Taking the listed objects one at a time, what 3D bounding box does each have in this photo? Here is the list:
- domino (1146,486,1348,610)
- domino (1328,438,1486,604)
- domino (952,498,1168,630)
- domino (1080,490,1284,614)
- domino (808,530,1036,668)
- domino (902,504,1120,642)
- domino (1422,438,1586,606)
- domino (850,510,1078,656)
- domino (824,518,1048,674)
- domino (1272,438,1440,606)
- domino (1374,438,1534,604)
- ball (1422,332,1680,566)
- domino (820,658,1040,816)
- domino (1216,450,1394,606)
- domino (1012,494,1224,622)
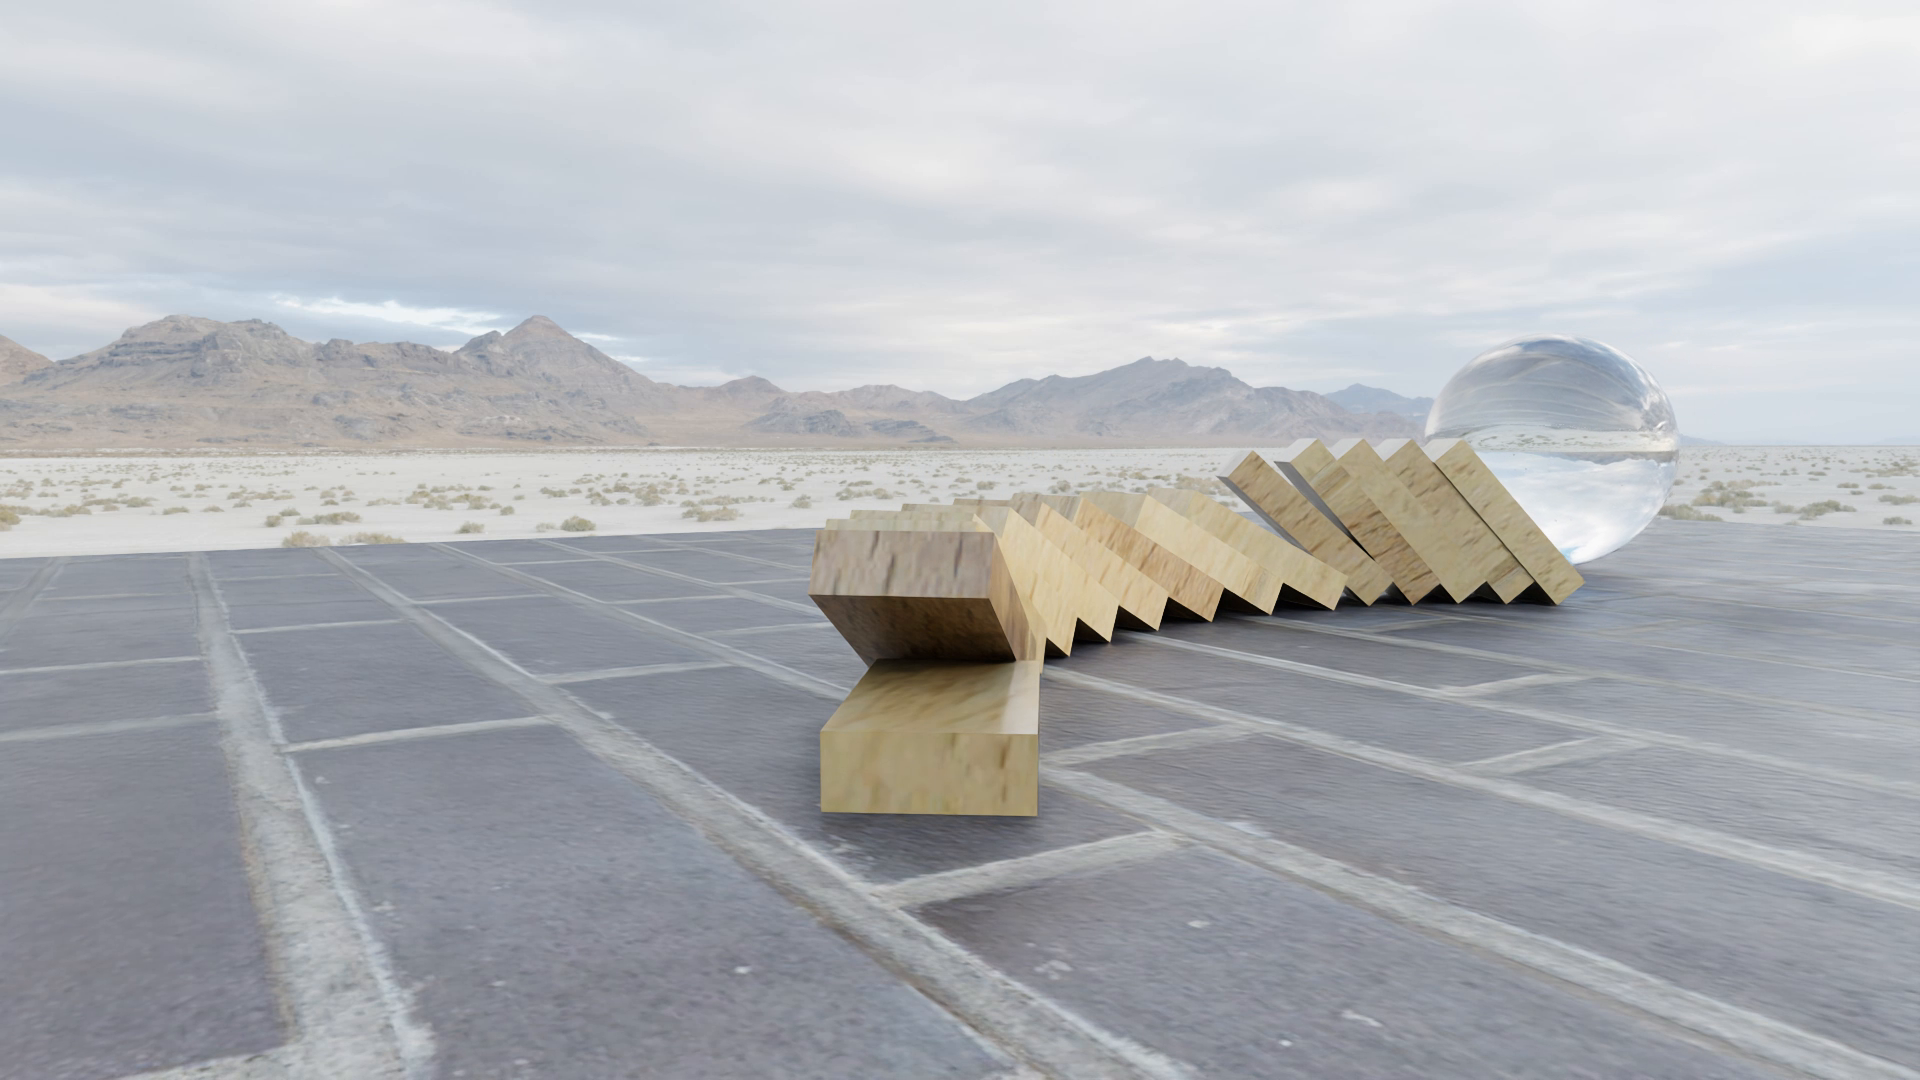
[{"bbox_3d":[0.073,0.002,0.332,0.050,0.009,0.025,27,-5,-18],"label":"domino"},{"bbox_3d":[0.120,-0.006,0.353,0.009,0.050,0.025,-41,1,5],"label":"domino"},{"bbox_3d":[0.022,0.006,0.285,0.025,0.009,0.050,4,-20,44],"label":"domino"},{"bbox_3d":[0.054,0.003,0.318,0.050,0.010,0.025,29,-11,-31],"label":"domino"},{"bbox_3d":[-0.004,0.013,0.197,0.025,0.009,0.050,1,-22,11],"label":"domino"},{"bbox_3d":[0.010,0.007,0.265,0.025,0.010,0.050,3,-21,34],"label":"domino"},{"bbox_3d":[0.145,-0.006,0.350,0.010,0.050,0.025,-41,1,5],"label":"domino"},{"bbox_3d":[0.001,0.009,0.244,0.025,0.010,0.050,2,-21,29],"label":"domino"},{"bbox_3d":[-0.003,0.011,0.220,0.025,0.009,0.050,1,-22,18],"label":"domino"},{"bbox_3d":[0.108,-0.006,0.350,0.009,0.050,0.025,-41,1,5],"label":"domino"},{"bbox_3d":[0.133,-0.006,0.352,0.010,0.050,0.025,-41,1,5],"label":"domino"},{"bbox_3d":[0.200,-0.030,0.437,0.080,0.080,0.080,0,4,0],"label":"ball"},{"bbox_3d":[-0.002,0.025,0.172,0.025,0.009,0.050,0,4,4],"label":"domino"},{"bbox_3d":[0.092,-0.004,0.347,0.050,0.010,0.025,42,5,0],"label":"domino"},{"bbox_3d":[0.036,0.004,0.304,0.050,0.010,0.025,29,-13,-33],"label":"domino"}]
